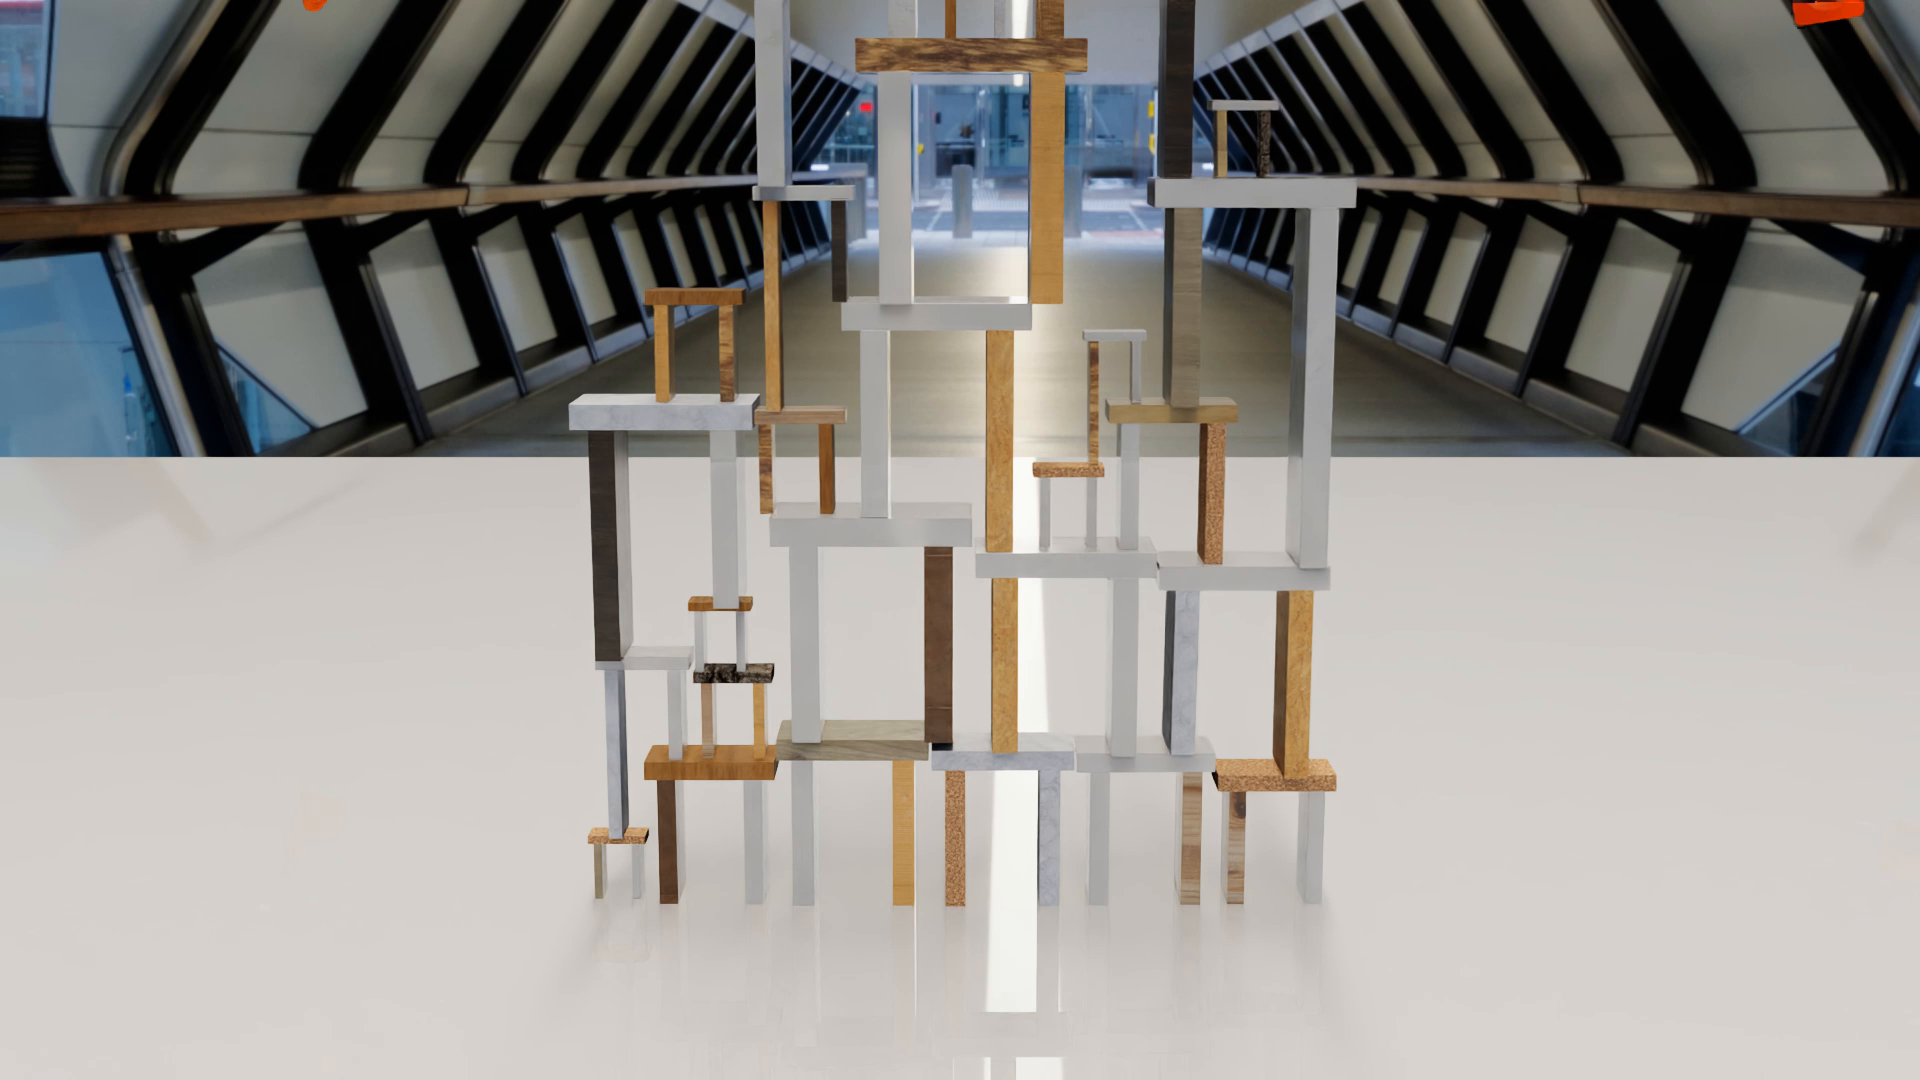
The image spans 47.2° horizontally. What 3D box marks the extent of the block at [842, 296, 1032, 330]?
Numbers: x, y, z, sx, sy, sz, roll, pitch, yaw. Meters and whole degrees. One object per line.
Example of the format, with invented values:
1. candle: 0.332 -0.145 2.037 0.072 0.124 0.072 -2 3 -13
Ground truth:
1. block: -0.036 -0.361 3.495 0.297 0.042 0.148 0 11 0

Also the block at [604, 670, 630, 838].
1. block: -0.565 0.344 3.623 0.022 0.286 0.076 0 11 0

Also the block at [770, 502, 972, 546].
1. block: -0.141 -0.026 3.560 0.321 0.046 0.161 0 11 0

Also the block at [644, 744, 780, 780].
1. block: -0.408 0.367 3.631 0.212 0.030 0.106 0 11 0

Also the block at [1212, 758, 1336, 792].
1. block: 0.517 0.388 3.629 0.193 0.027 0.096 0 11 0

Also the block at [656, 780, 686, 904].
1. block: -0.479 0.485 3.653 0.030 0.212 0.106 0 11 0

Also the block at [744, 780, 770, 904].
1. block: -0.338 0.485 3.653 0.030 0.212 0.106 0 11 0

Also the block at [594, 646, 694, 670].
1. block: -0.514 0.193 3.595 0.152 0.022 0.076 0 11 0

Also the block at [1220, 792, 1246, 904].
1. block: 0.453 0.496 3.648 0.027 0.193 0.096 0 11 0

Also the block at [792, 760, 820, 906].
1. block: -0.257 0.468 3.651 0.035 0.247 0.123 0 11 0

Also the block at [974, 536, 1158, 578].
1. block: 0.169 0.027 3.562 0.288 0.041 0.144 0 11 0

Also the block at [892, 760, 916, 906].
1. block: -0.092 0.468 3.651 0.035 0.247 0.123 0 11 0

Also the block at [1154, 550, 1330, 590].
1. block: 0.454 0.049 3.569 0.273 0.039 0.136 0 11 0

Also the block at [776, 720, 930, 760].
1. block: -0.175 0.330 3.625 0.247 0.035 0.123 0 11 0

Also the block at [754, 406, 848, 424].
1. block: -0.254 -0.201 3.525 0.145 0.021 0.072 0 10 0

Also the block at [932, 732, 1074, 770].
1. block: 0.069 0.347 3.620 0.231 0.033 0.116 0 11 0

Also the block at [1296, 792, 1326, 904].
1. block: 0.581 0.496 3.649 0.027 0.193 0.096 0 11 0

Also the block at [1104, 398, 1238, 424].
1. block: 0.337 -0.208 3.524 0.203 0.029 0.102 0 11 0

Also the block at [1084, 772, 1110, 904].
1. block: 0.228 0.479 3.650 0.032 0.226 0.113 0 11 0

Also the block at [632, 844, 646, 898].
1. block: -0.535 0.544 3.659 0.013 0.095 0.047 0 11 0

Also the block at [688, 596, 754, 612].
1. block: -0.390 0.104 3.580 0.101 0.014 0.050 0 11 0

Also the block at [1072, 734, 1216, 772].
1. block: 0.302 0.352 3.628 0.226 0.032 0.113 0 11 0

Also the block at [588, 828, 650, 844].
1. block: -0.567 0.491 3.649 0.095 0.013 0.047 0 11 0

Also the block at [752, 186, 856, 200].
1. block: -0.245 -0.547 3.466 0.157 0.022 0.078 0 10 0

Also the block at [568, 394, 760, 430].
1. block: -0.470 -0.206 3.523 0.287 0.041 0.144 0 11 0

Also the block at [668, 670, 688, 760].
1. block: -0.464 0.278 3.611 0.022 0.152 0.076 0 11 0

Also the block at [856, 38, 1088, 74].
1. block: 0.017 -0.752 3.421 0.352 0.050 0.176 0 11 0

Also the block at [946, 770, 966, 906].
1. block: -0.008 0.477 3.644 0.033 0.231 0.116 0 10 0

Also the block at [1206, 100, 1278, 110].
1. block: 0.440 -0.679 3.434 0.103 0.015 0.052 0 10 -4

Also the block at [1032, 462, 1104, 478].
1. block: 0.174 -0.113 3.543 0.113 0.016 0.057 0 11 -1

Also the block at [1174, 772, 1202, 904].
1. block: 0.379 0.479 3.650 0.032 0.226 0.113 0 11 0

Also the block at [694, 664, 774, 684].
1. block: -0.370 0.218 3.603 0.127 0.018 0.063 0 11 0

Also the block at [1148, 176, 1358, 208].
1. block: 0.455 -0.547 3.456 0.310 0.044 0.155 0 11 0

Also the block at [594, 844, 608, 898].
1. block: -0.598 0.544 3.659 0.013 0.095 0.047 0 11 0

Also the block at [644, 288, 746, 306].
1. block: -0.419 -0.387 3.490 0.153 0.022 0.076 0 11 0

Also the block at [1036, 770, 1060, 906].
1. block: 0.147 0.477 3.644 0.033 0.231 0.116 0 11 0

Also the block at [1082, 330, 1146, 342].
1. block: 0.246 -0.326 3.500 0.099 0.014 0.050 0 10 0
